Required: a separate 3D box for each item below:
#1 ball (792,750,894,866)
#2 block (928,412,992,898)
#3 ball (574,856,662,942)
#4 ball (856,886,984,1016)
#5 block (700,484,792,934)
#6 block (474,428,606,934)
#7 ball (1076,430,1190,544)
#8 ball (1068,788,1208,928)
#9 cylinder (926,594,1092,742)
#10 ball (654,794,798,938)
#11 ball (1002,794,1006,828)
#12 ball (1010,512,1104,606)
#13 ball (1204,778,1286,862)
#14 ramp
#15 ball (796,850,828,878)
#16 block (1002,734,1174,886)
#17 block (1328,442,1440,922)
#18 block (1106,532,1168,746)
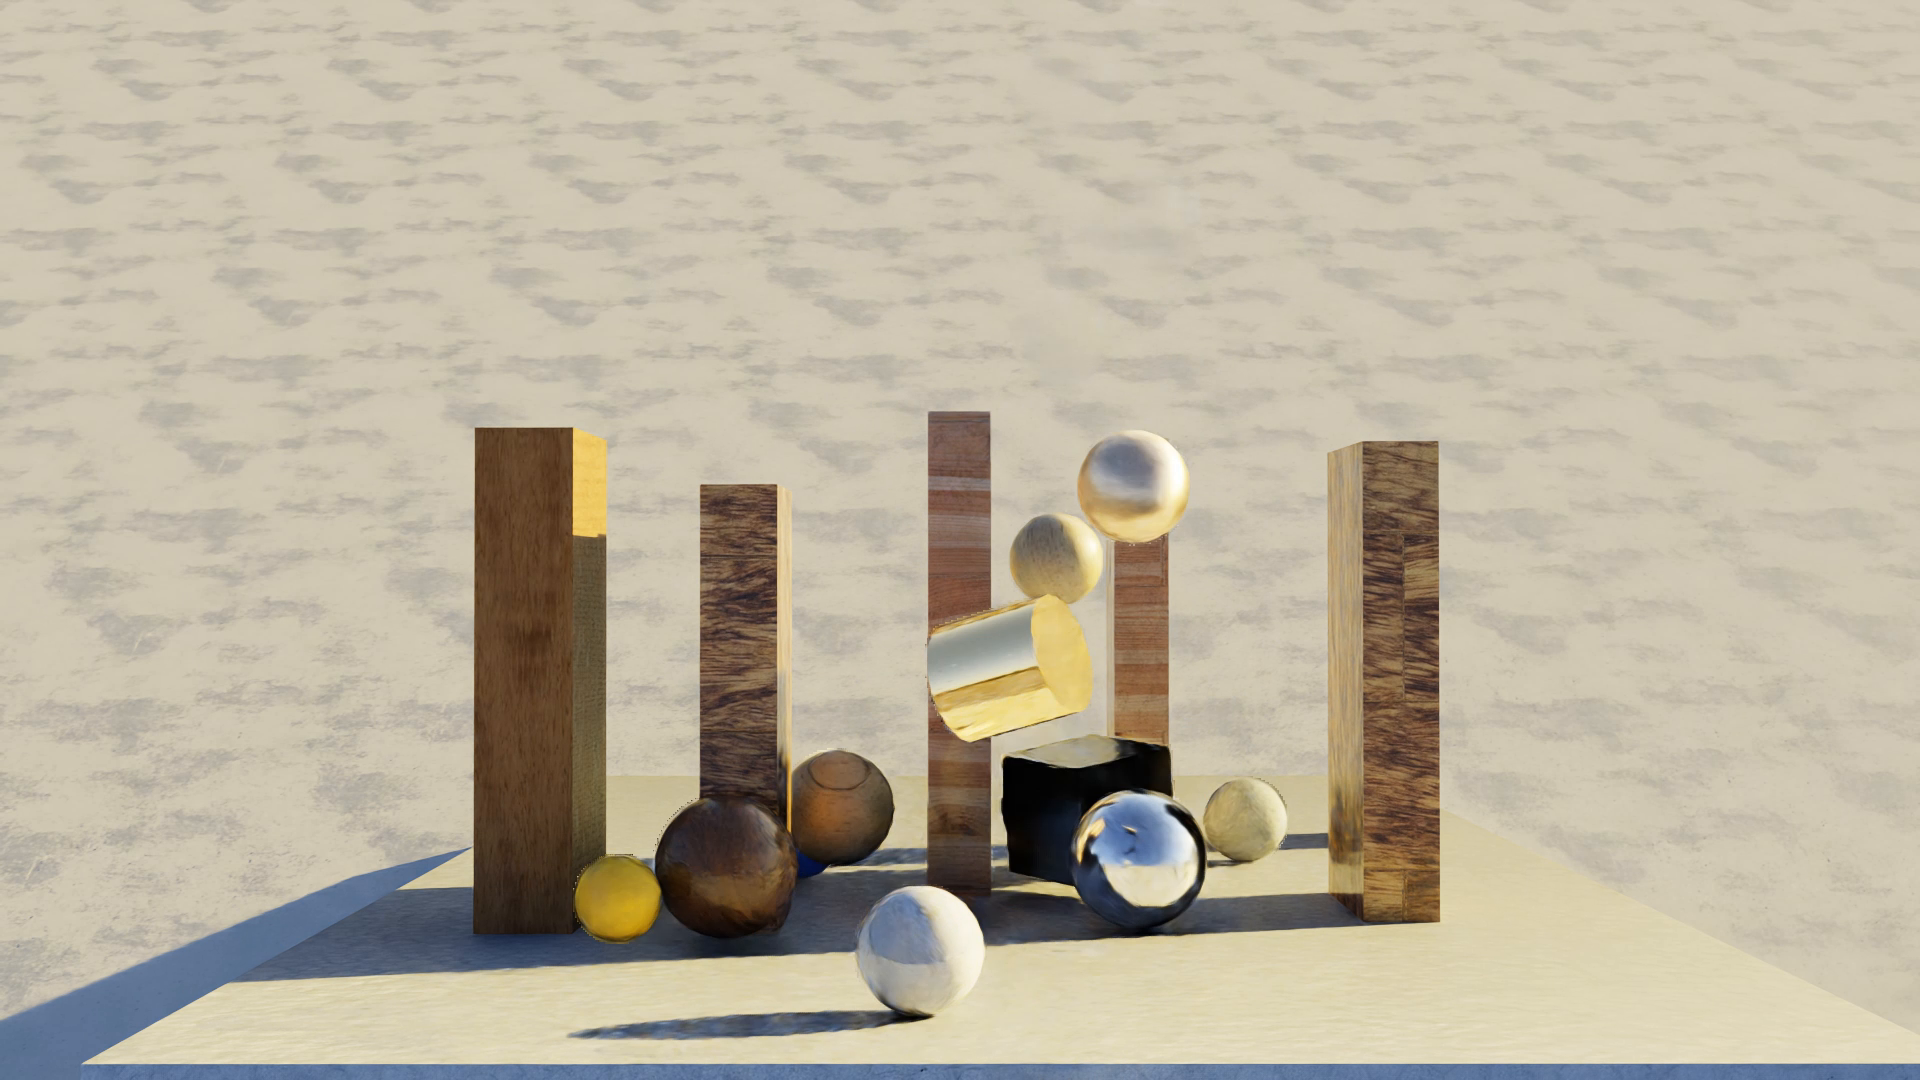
[{"bbox_3d":[-0.198,0.433,4.187,0.185,0.185,0.185,0,32,0],"label":"ball"},{"bbox_3d":[-0.001,0.186,4.372,0.101,0.781,0.409,0,-1,0],"label":"block"},{"bbox_3d":[-0.464,0.488,3.525,0.117,0.117,0.117,0,32,0],"label":"ball"},{"bbox_3d":[-0.047,0.481,3.036,0.152,0.152,0.152,0,32,0],"label":"ball"},{"bbox_3d":[-0.318,0.246,3.886,0.111,0.647,0.320,0,-1,0],"label":"block"},{"bbox_3d":[-0.629,0.205,3.914,0.142,0.730,0.357,0,-1,0],"label":"block"},{"bbox_3d":[0.203,-0.062,3.032,0.133,0.133,0.133,0,32,0],"label":"ball"},{"bbox_3d":[0.260,0.466,3.792,0.204,0.204,0.204,0,32,0],"label":"ball"},{"bbox_3d":[0.057,0.146,2.946,0.138,0.138,0.138,-18,24,27],"label":"cylinder"},{"bbox_3d":[-0.326,0.456,3.622,0.200,0.200,0.200,0,32,0],"label":"ball"},{"bbox_3d":[0.169,0.454,4.399,0.197,0.197,0.197,0,32,0],"label":"ball"},{"bbox_3d":[0.127,0.026,3.424,0.124,0.124,0.124,0,32,0],"label":"ball"},{"bbox_3d":[0.515,0.506,4.684,0.150,0.150,0.150,0,32,0],"label":"ball"},{"bbox_3d":[0.072,0.632,4.732,2.000,0.100,4.000,0,-1,0],"label":"ramp"},{"bbox_3d":[-0.266,0.517,4.412,0.115,0.115,0.115,0,32,0],"label":"ball"},{"bbox_3d":[0.208,0.434,4.174,0.192,0.192,0.192,-9,8,-37],"label":"block"},{"bbox_3d":[0.657,0.213,4.045,0.114,0.716,0.369,0,-1,0],"label":"block"},{"bbox_3d":[0.311,0.204,4.569,0.093,0.751,0.247,0,-1,0],"label":"block"}]
